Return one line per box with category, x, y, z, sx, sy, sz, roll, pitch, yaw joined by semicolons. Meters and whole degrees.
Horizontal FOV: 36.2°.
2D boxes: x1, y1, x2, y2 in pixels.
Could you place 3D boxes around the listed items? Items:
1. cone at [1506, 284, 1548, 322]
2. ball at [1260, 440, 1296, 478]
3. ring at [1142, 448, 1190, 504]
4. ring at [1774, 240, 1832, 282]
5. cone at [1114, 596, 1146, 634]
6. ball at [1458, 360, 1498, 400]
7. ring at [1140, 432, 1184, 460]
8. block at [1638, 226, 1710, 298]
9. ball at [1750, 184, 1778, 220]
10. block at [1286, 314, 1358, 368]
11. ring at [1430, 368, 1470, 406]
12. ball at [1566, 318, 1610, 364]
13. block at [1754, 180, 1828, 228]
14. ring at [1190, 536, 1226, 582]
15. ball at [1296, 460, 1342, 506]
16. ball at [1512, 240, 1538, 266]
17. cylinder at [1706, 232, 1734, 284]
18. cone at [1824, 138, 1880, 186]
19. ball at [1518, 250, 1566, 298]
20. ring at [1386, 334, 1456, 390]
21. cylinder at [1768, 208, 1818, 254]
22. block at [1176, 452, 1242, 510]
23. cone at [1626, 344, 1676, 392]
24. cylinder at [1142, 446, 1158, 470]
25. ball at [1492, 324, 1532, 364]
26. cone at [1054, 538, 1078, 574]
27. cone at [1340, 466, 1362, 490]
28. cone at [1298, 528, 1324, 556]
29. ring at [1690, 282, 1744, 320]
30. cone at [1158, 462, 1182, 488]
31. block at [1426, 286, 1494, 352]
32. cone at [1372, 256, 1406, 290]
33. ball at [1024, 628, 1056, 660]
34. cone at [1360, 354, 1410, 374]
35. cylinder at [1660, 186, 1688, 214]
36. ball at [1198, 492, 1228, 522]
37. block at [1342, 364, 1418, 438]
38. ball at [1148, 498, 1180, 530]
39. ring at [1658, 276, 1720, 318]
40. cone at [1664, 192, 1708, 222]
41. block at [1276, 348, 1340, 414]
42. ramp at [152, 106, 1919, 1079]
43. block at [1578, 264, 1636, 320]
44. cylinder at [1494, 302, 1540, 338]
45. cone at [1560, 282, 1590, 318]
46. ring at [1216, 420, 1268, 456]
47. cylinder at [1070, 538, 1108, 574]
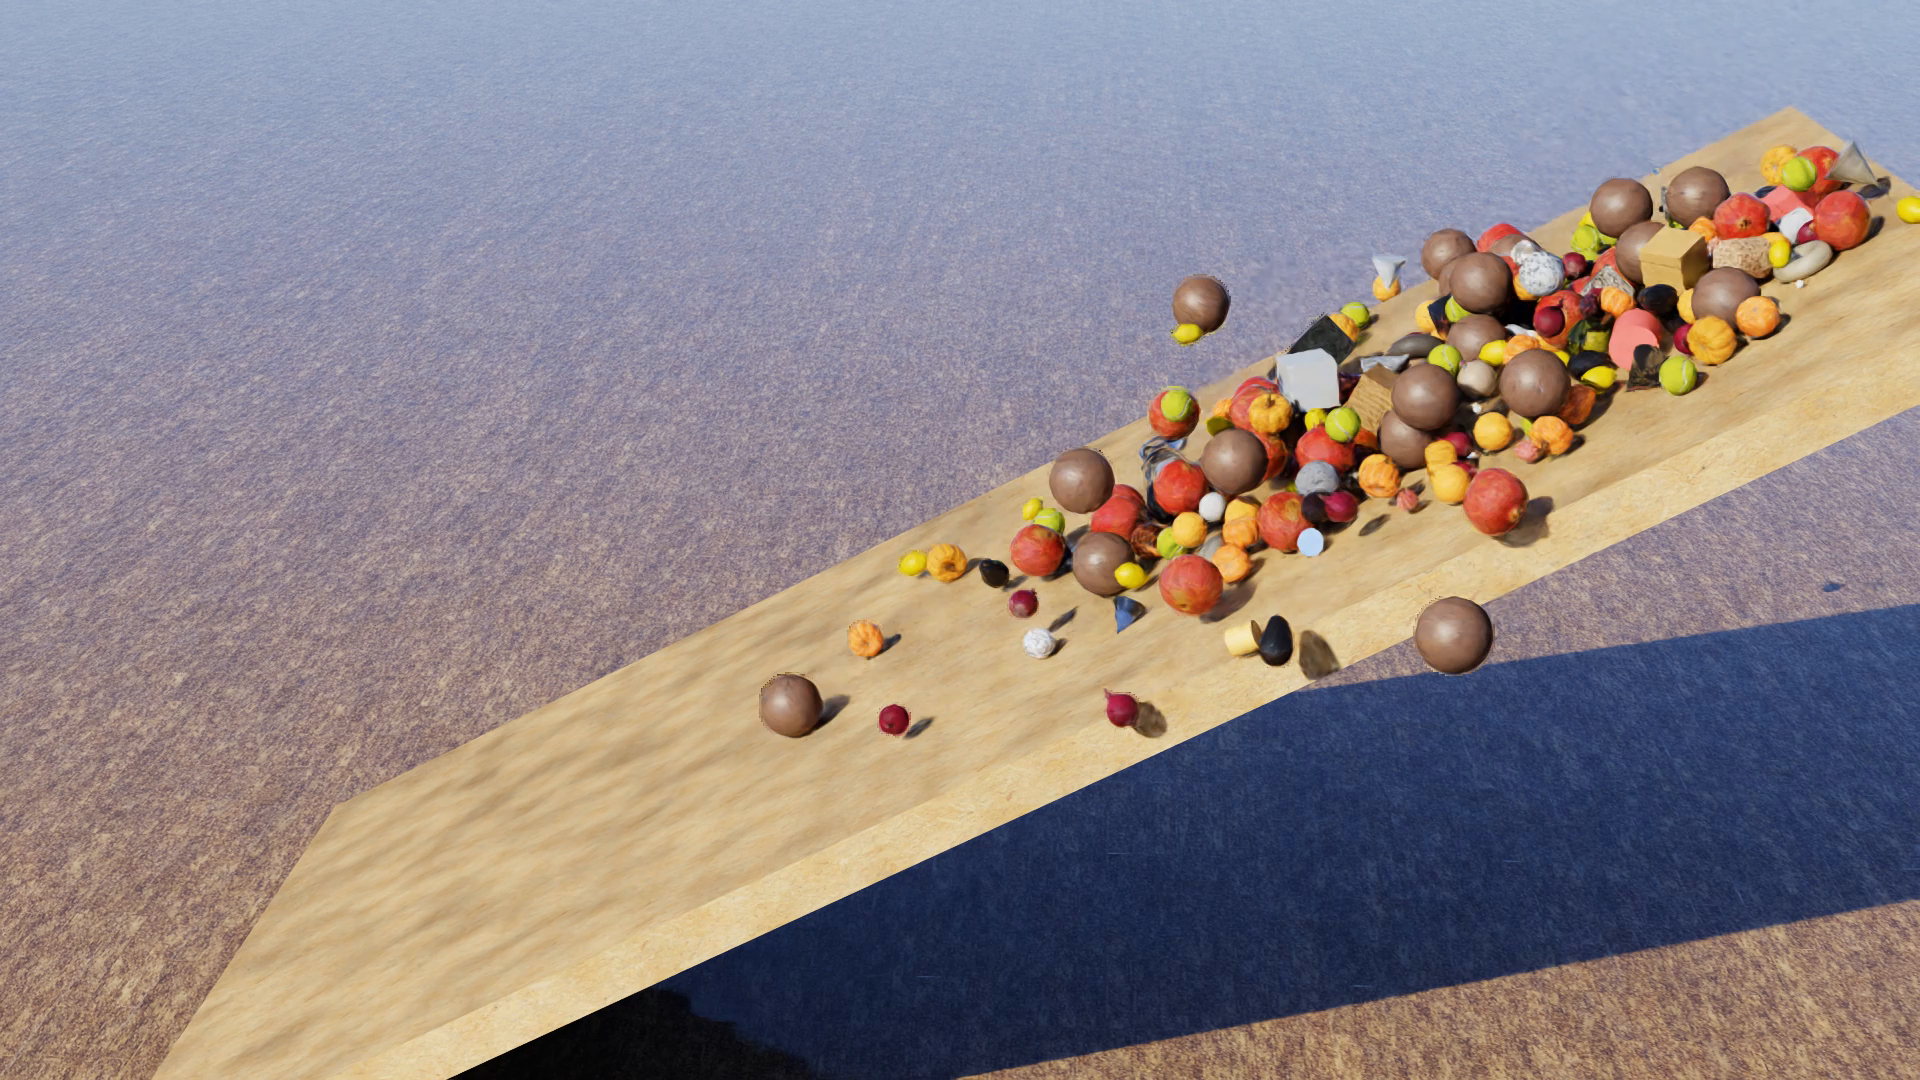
cone;1.216;-0.527;6.215;0.098;0.098;0.098;7;56;-10
ball;0.661;-0.169;6.120;0.077;0.077;0.077;0;17;0
ring;0.446;-0.136;6.314;0.126;0.126;0.042;-12;0;-35
ring;1.624;-0.536;5.666;0.120;0.040;0.120;-30;13;8
cone;0.318;0.155;5.706;0.067;0.067;0.067;9;62;28
ball;1.007;-0.311;5.728;0.078;0.078;0.078;0;17;0
ring;0.462;-0.213;6.749;0.112;0.037;0.112;-26;14;7
block;1.402;-0.544;5.769;0.092;0.092;0.092;18;49;41
ball;1.671;-0.693;6.064;0.078;0.078;0.078;0;17;0
block;0.796;-0.418;6.499;0.097;0.097;0.097;-47;2;-25
ring;1.016;-0.314;6.015;0.112;0.037;0.112;-23;26;12
ball;1.238;-0.392;5.783;0.091;0.091;0.091;0;17;0
block;1.673;-0.663;5.921;0.085;0.085;0.085;-36;14;-13
ring;0.483;0.038;5.736;0.034;0.101;0.101;34;16;-7
ball;0.689;-0.109;5.652;0.088;0.088;0.088;0;17;0
ball;1.140;-0.577;5.938;0.054;0.054;0.054;0;17;0
cylinder;1.506;-0.554;5.862;0.085;0.085;0.085;-33;29;-20
cone;1.780;-0.728;5.823;0.097;0.097;0.097;35;23;4
ball;1.106;-0.505;5.586;0.088;0.088;0.088;0;17;0
ring;0.962;-0.372;6.155;0.148;0.148;0.049;2;49;5
cylinder;1.650;-0.612;5.827;0.069;0.069;0.069;-32;24;-10
block;0.524;-0.123;6.195;0.082;0.082;0.082;-38;13;-35
cone;1.270;-0.302;5.494;0.093;0.093;0.093;16;50;-20
cylinder;0.433;-0.177;6.512;0.055;0.055;0.055;6;4;0
ball;1.133;-0.401;6.036;0.082;0.082;0.082;0;17;0
cone;0.217;0.024;6.287;0.072;0.072;0.072;-26;14;7
cone;0.748;-0.111;5.731;0.051;0.051;0.051;-31;21;-3
cone;0.675;0.005;5.570;0.054;0.054;0.054;9;0;28
ring;1.468;-0.464;5.701;0.108;0.036;0.108;-30;8;5
cone;0.462;-0.138;6.424;0.053;0.053;0.053;-9;5;1
block;1.054;-0.466;6.202;0.087;0.087;0.087;-30;25;-3
cone;0.970;-0.599;6.660;0.078;0.078;0.078;-1;17;0
ball;0.155;0.203;5.776;0.063;0.063;0.063;0;17;0
cone;0.895;-0.361;6.098;0.092;0.092;0.092;-32;4;24
cylinder;1.495;-0.713;6.164;0.054;0.054;0.054;2;7;0
ball;0.505;-0.065;5.858;0.060;0.060;0.060;0;17;0
block;0.834;-0.277;5.841;0.096;0.096;0.096;34;29;15
ball;0.428;-0.057;6.183;0.067;0.067;0.067;0;17;0
ring;1.440;-0.481;5.813;0.131;0.044;0.131;-27;15;8
cone;1.593;-0.721;6.404;0.083;0.083;0.083;-15;31;-41
block;0.719;-0.328;6.074;0.099;0.099;0.099;-11;19;-7
ramp;0.140;0.168;6.281;4.000;0.100;2.000;-26;14;10
block;1.291;-0.494;5.873;0.079;0.079;0.079;44;8;5
cylinder;1.157;-0.441;6.117;0.080;0.080;0.080;7;38;22
cone;1.306;-0.498;6.154;0.078;0.078;0.078;10;20;25
ring;0.620;-0.225;6.474;0.126;0.042;0.126;-26;16;8
cylinder;0.268;0.033;6.092;0.057;0.057;0.057;-30;12;7
